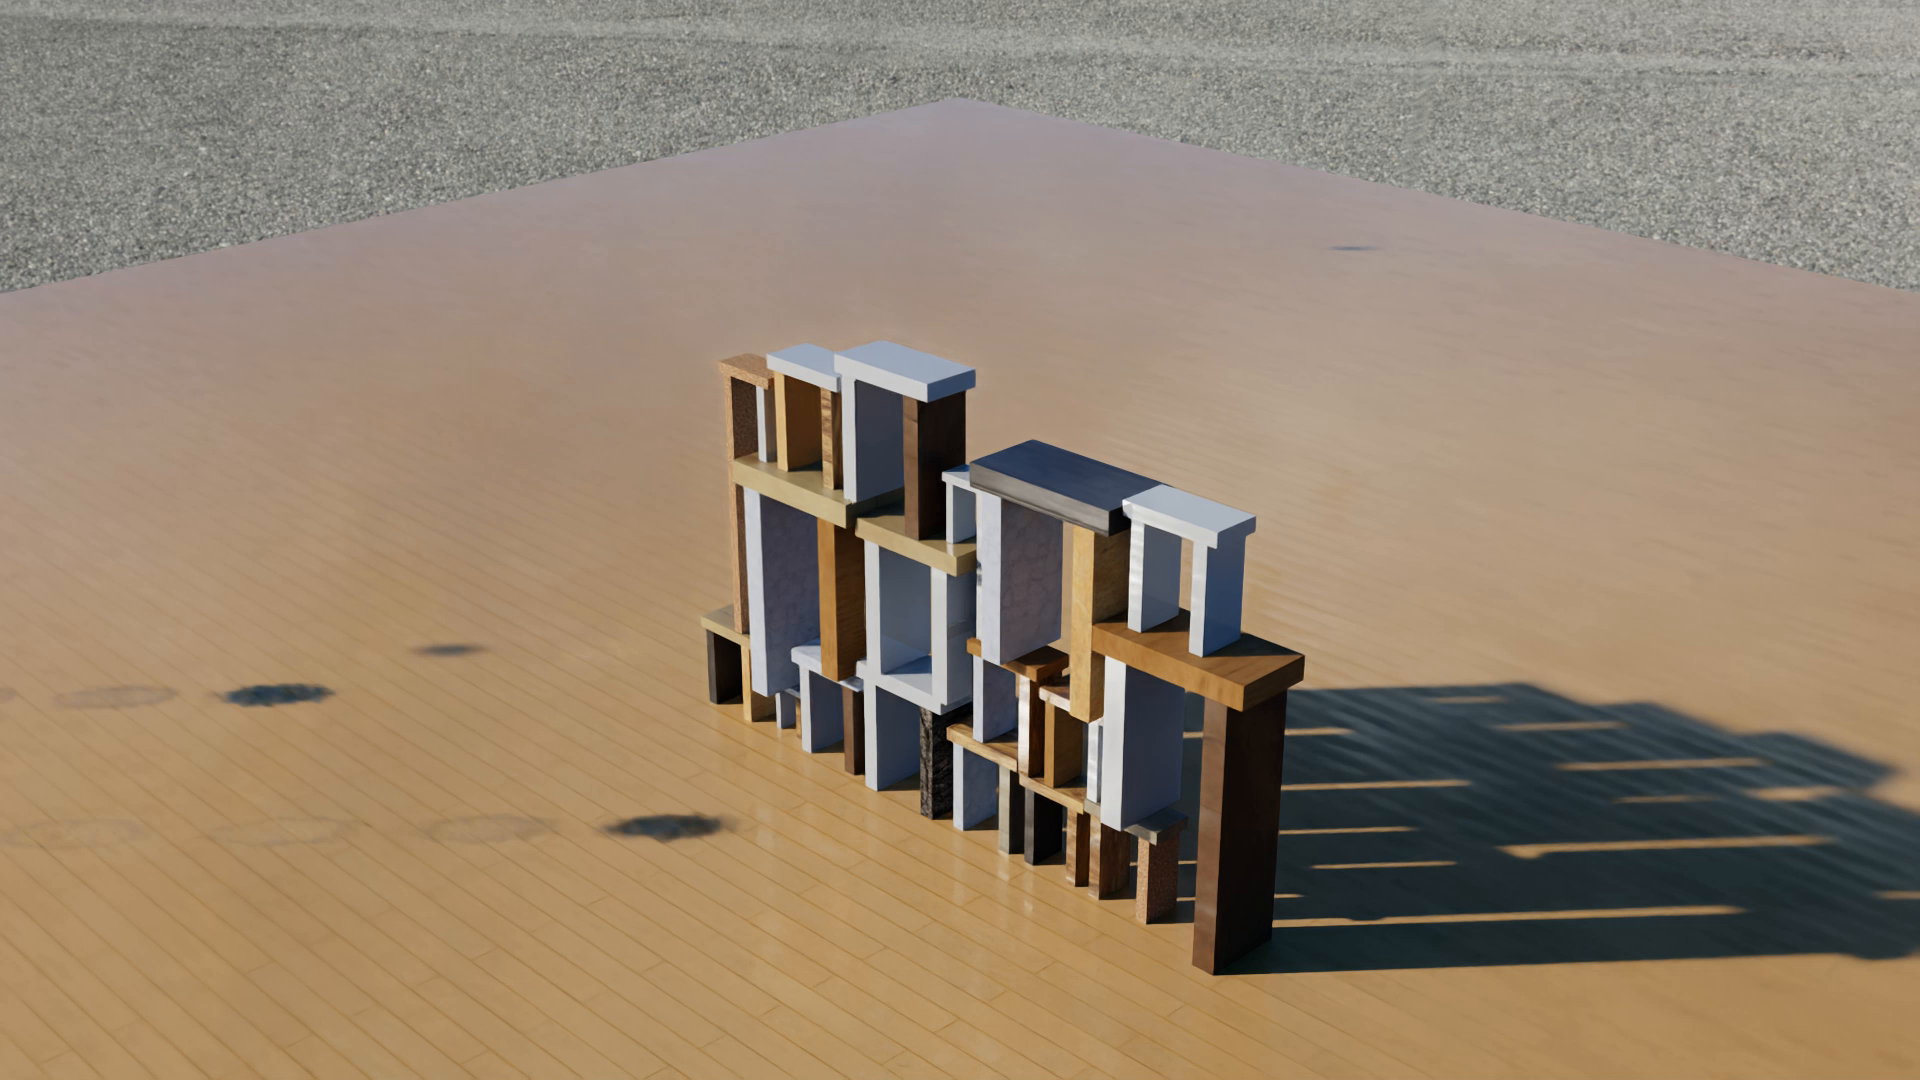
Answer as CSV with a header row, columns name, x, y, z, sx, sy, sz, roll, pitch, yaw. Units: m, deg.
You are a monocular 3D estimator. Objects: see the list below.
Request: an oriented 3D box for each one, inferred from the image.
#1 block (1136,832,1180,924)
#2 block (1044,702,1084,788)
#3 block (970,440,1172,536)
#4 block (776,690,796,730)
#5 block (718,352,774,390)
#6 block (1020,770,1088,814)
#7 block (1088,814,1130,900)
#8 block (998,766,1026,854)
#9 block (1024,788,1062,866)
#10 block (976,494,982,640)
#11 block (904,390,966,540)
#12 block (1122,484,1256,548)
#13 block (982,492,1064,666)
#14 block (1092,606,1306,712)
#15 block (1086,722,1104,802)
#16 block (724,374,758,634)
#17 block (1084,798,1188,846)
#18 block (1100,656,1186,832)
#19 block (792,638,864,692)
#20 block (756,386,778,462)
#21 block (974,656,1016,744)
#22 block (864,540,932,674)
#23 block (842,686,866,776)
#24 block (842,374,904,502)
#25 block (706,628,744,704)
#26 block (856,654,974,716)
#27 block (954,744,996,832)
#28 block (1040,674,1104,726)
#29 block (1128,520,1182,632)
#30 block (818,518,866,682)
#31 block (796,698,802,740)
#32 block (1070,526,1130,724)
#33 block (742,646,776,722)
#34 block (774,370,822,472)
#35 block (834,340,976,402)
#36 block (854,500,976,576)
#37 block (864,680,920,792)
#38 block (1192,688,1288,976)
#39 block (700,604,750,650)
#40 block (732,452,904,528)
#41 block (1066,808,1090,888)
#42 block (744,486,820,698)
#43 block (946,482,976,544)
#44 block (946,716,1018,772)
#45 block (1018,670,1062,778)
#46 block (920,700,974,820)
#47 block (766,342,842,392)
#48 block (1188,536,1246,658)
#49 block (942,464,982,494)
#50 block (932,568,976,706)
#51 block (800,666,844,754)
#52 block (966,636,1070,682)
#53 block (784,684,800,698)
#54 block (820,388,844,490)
name,x,y,z,sx,sy,sz,roll,pitch,yaw
block,0.367,0.617,4.082,0.025,0.176,0.088,21,31,41
block,0.197,0.375,4.169,0.023,0.177,0.082,21,31,41
block,0.197,-0.097,3.970,0.339,0.048,0.170,21,31,41
block,-0.377,0.358,4.791,0.050,0.099,0.014,-21,31,-41
block,-0.415,-0.347,4.520,0.081,0.023,0.161,-21,30,-40
block,0.202,0.471,4.200,0.165,0.023,0.082,21,31,40
block,0.284,0.584,4.158,0.025,0.176,0.088,21,31,41
block,0.119,0.512,4.311,0.027,0.190,0.095,21,31,41
block,0.163,0.542,4.272,0.023,0.165,0.082,21,31,41
block,0.059,0.045,4.181,0.017,0.300,0.061,21,31,41
block,-0.047,-0.153,4.211,0.036,0.285,0.128,21,31,41
block,0.393,-0.042,3.779,0.209,0.030,0.104,21,31,41
block,0.117,0.050,4.120,0.048,0.339,0.170,21,31,41
block,0.414,0.197,3.851,0.339,0.048,0.170,21,31,41
block,0.274,0.399,4.094,0.082,0.164,0.023,-21,31,-40
block,-0.452,-0.081,4.675,0.023,0.589,0.081,21,31,41
block,0.326,0.508,4.081,0.176,0.025,0.088,21,31,41
block,0.334,0.344,4.000,0.048,0.339,0.170,21,31,41
block,-0.246,0.256,4.597,0.204,0.029,0.102,21,31,40
block,-0.377,-0.247,4.520,0.081,0.161,0.023,-21,31,-40
block,0.067,0.295,4.276,0.026,0.183,0.091,21,31,41
block,-0.123,0.115,4.409,0.040,0.283,0.141,21,31,41
block,-0.196,0.381,4.602,0.029,0.204,0.102,21,31,40
block,-0.171,-0.213,4.316,0.036,0.257,0.128,21,31,41
block,-0.518,0.269,4.898,0.025,0.179,0.090,21,31,41
block,-0.082,0.278,4.433,0.246,0.035,0.123,21,31,41
block,0.030,0.477,4.393,0.027,0.190,0.095,21,31,41
block,0.236,0.298,4.093,0.082,0.023,0.164,-21,31,-40
block,0.344,0.049,3.871,0.030,0.209,0.104,21,31,41
block,-0.205,0.099,4.483,0.175,0.349,0.049,-21,31,-40
block,-0.330,0.376,4.748,0.014,0.099,0.049,21,31,41
block,0.277,0.129,3.980,0.170,0.376,0.048,-21,31,-41
block,-0.434,0.302,4.821,0.025,0.179,0.090,21,31,41
block,-0.324,-0.254,4.473,0.105,0.210,0.030,-21,31,-40
block,-0.107,-0.324,4.204,0.257,0.036,0.128,21,31,40
block,-0.057,-0.007,4.285,0.283,0.040,0.141,21,31,41
block,-0.140,0.384,4.541,0.035,0.246,0.123,21,31,41
block,0.495,0.499,3.892,0.048,0.541,0.170,21,31,41
block,-0.476,0.191,4.820,0.179,0.025,0.090,21,31,41
block,-0.284,-0.118,4.483,0.175,0.049,0.349,-21,31,-40
block,0.240,0.572,4.201,0.023,0.165,0.082,21,31,41
block,-0.366,0.088,4.662,0.175,0.469,0.049,-21,31,-40
block,0.002,-0.059,4.200,0.061,0.122,0.017,-21,31,-41
block,0.075,0.395,4.310,0.190,0.027,0.095,21,31,41
block,0.153,0.342,4.203,0.026,0.211,0.091,21,31,40
block,-0.024,0.429,4.434,0.035,0.246,0.123,21,31,41
block,-0.276,-0.344,4.378,0.105,0.030,0.210,-21,31,-40
block,0.442,0.087,3.781,0.030,0.209,0.104,21,31,41
block,0.031,-0.112,4.146,0.061,0.017,0.122,-21,31,-40
block,0.010,0.167,4.287,0.141,0.283,0.040,-21,31,-41
block,-0.291,0.343,4.691,0.102,0.204,0.029,-21,31,-41
block,0.110,0.216,4.196,0.183,0.026,0.091,21,31,41
block,-0.354,0.315,4.747,0.099,0.014,0.050,21,31,40
block,-0.225,-0.215,4.381,0.105,0.210,0.030,-21,31,-40
